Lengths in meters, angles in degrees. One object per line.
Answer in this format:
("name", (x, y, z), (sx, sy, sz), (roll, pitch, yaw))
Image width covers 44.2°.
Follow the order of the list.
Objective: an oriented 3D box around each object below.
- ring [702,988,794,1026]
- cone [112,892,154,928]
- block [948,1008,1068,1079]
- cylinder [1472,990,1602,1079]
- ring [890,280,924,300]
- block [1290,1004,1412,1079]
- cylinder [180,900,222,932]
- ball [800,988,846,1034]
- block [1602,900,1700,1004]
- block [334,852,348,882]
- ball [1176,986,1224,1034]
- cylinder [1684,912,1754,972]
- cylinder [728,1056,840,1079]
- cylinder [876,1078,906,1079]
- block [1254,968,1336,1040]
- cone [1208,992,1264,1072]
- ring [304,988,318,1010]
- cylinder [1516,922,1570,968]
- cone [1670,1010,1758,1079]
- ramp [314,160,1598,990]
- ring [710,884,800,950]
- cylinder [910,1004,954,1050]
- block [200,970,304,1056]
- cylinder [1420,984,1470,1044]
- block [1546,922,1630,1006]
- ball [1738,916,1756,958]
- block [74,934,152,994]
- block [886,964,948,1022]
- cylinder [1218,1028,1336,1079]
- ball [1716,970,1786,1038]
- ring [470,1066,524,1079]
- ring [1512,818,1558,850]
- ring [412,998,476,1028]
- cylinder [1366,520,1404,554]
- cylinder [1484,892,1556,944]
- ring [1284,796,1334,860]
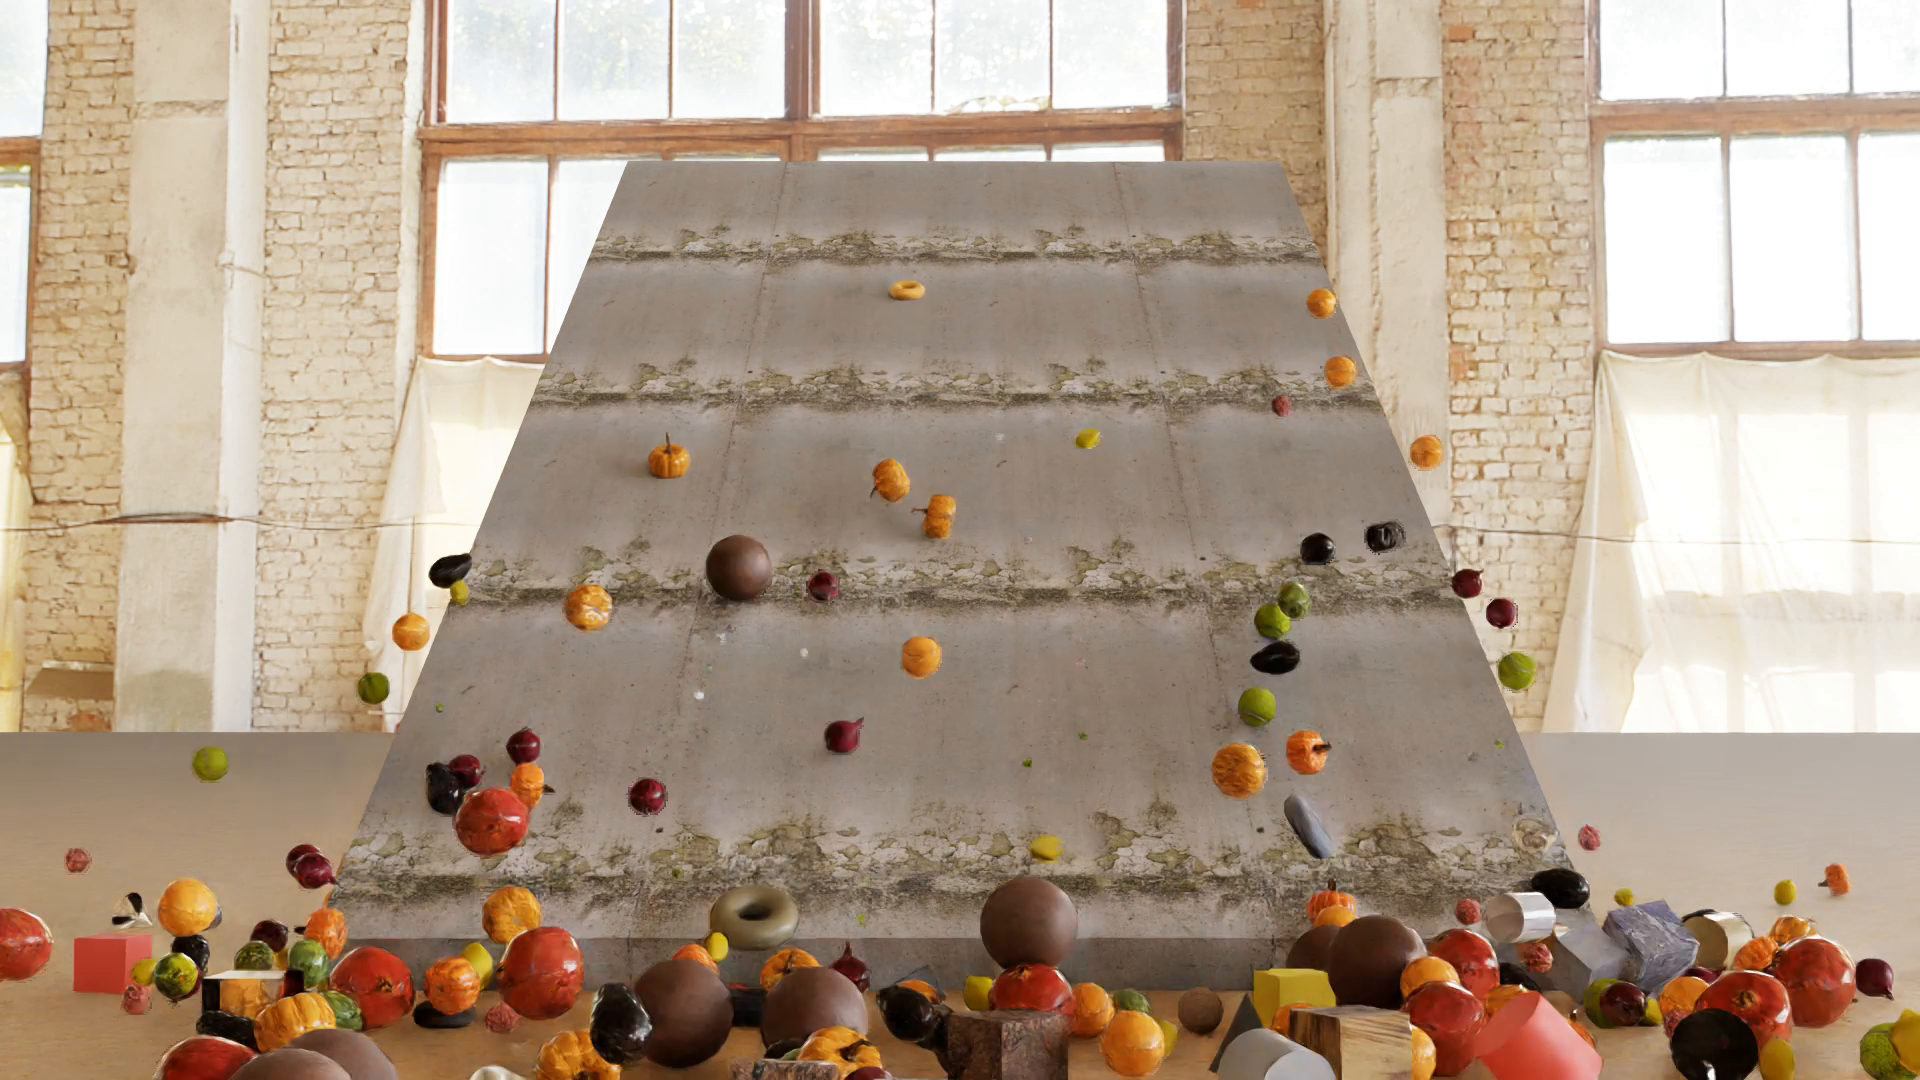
("ring", (-0.296, 0.654, 3.306), (0.131, 0.044, 0.131), (1, -5, 0))
("cone", (-1.692, 0.781, 4.876), (0.080, 0.080, 0.080), (-2, -32, 28))
("block", (0.053, 0.573, 2.614), (0.094, 0.094, 0.094), (3, -6, -38))
("cylinder", (0.596, 0.532, 2.439), (0.093, 0.093, 0.093), (-44, 1, 1))
("ring", (-0.139, -0.653, 6.184), (0.092, 0.031, 0.092), (0, 28, 0))
("block", (0.436, 0.575, 2.639), (0.095, 0.095, 0.095), (2, -5, -27))
("cylinder", (-1.541, 0.763, 4.796), (0.059, 0.059, 0.059), (-2, -5, 24))
("ball", (-0.183, 0.634, 3.177), (0.062, 0.062, 0.062), (0, -4, 0))
("block", (1.025, 0.615, 3.533), (0.098, 0.098, 0.098), (-8, 39, -19))
("block", (-1.277, 0.718, 5.058), (0.079, 0.079, 0.079), (-12, -52, 15))
("ball", (0.324, 0.634, 3.186), (0.062, 0.062, 0.062), (0, -4, 0))
("cylinder", (1.281, 0.682, 4.008), (0.093, 0.093, 0.093), (-4, -6, 43))
("cylinder", (-0.166, 0.536, 2.204), (0.100, 0.100, 0.100), (4, -5, -1))
("cylinder", (-0.038, 0.542, 2.189), (0.082, 0.082, 0.082), (-2, -5, 13))
("block", (0.450, 0.624, 3.181), (0.083, 0.083, 0.083), (1, -5, -18))
("cone", (0.347, 0.593, 2.854), (0.093, 0.093, 0.093), (0, -4, 0))
("ring", (-0.987, 0.673, 3.474), (0.087, 0.029, 0.087), (4, -6, 0))
("cylinder", (0.886, 0.612, 3.572), (0.068, 0.068, 0.068), (-3, -9, 35))
("cone", (0.881, 0.610, 2.759), (0.096, 0.096, 0.096), (-1, -31, 18))
("ramp", (-0.010, -0.228, 5.475), (2.000, 0.100, 4.000), (0, 26, 0))
("ring", (-0.319, 0.586, 3.670), (0.140, 0.047, 0.140), (1, 27, -1))
("cylinder", (-0.034, 0.629, 3.054), (0.052, 0.052, 0.052), (-1, -5, 11))
("block", (-0.903, 0.604, 3.018), (0.097, 0.097, 0.097), (0, -5, 4))
("cylinder", (0.621, 0.606, 3.028), (0.055, 0.055, 0.055), (0, -41, -1))
("block", (0.932, 0.630, 3.507), (0.075, 0.075, 0.075), (-16, 38, -27))
("ball", (1.329, 0.692, 4.087), (0.088, 0.088, 0.088), (0, -4, 0))
("block", (-1.329, 0.664, 3.707), (0.085, 0.085, 0.085), (-1, -5, 8))
("block", (-0.061, 0.632, 3.294), (0.054, 0.054, 0.054), (-26, -8, -23))
("cylinder", (0.320, 0.547, 2.383), (0.087, 0.087, 0.087), (2, 2, -22))
("ball", (1.047, 0.614, 3.126), (0.088, 0.088, 0.088), (0, -4, 0))
("ring", (-0.389, 0.525, 2.124), (0.134, 0.045, 0.134), (41, -7, 6))
("ring", (0.949, 0.486, 3.902), (0.076, 0.025, 0.076), (0, 28, 0))
("ring", (-0.713, 0.655, 3.269), (0.087, 0.029, 0.087), (1, 3, 0))
("cylinder", (0.873, -0.007, 4.856), (0.054, 0.054, 0.054), (-25, 2, -14))
("cylinder", (0.687, 0.463, 2.897), (0.060, 0.060, 0.060), (5, -6, -39))
("ring", (0.551, 0.454, 3.734), (0.038, 0.114, 0.114), (-33, -11, 8))
